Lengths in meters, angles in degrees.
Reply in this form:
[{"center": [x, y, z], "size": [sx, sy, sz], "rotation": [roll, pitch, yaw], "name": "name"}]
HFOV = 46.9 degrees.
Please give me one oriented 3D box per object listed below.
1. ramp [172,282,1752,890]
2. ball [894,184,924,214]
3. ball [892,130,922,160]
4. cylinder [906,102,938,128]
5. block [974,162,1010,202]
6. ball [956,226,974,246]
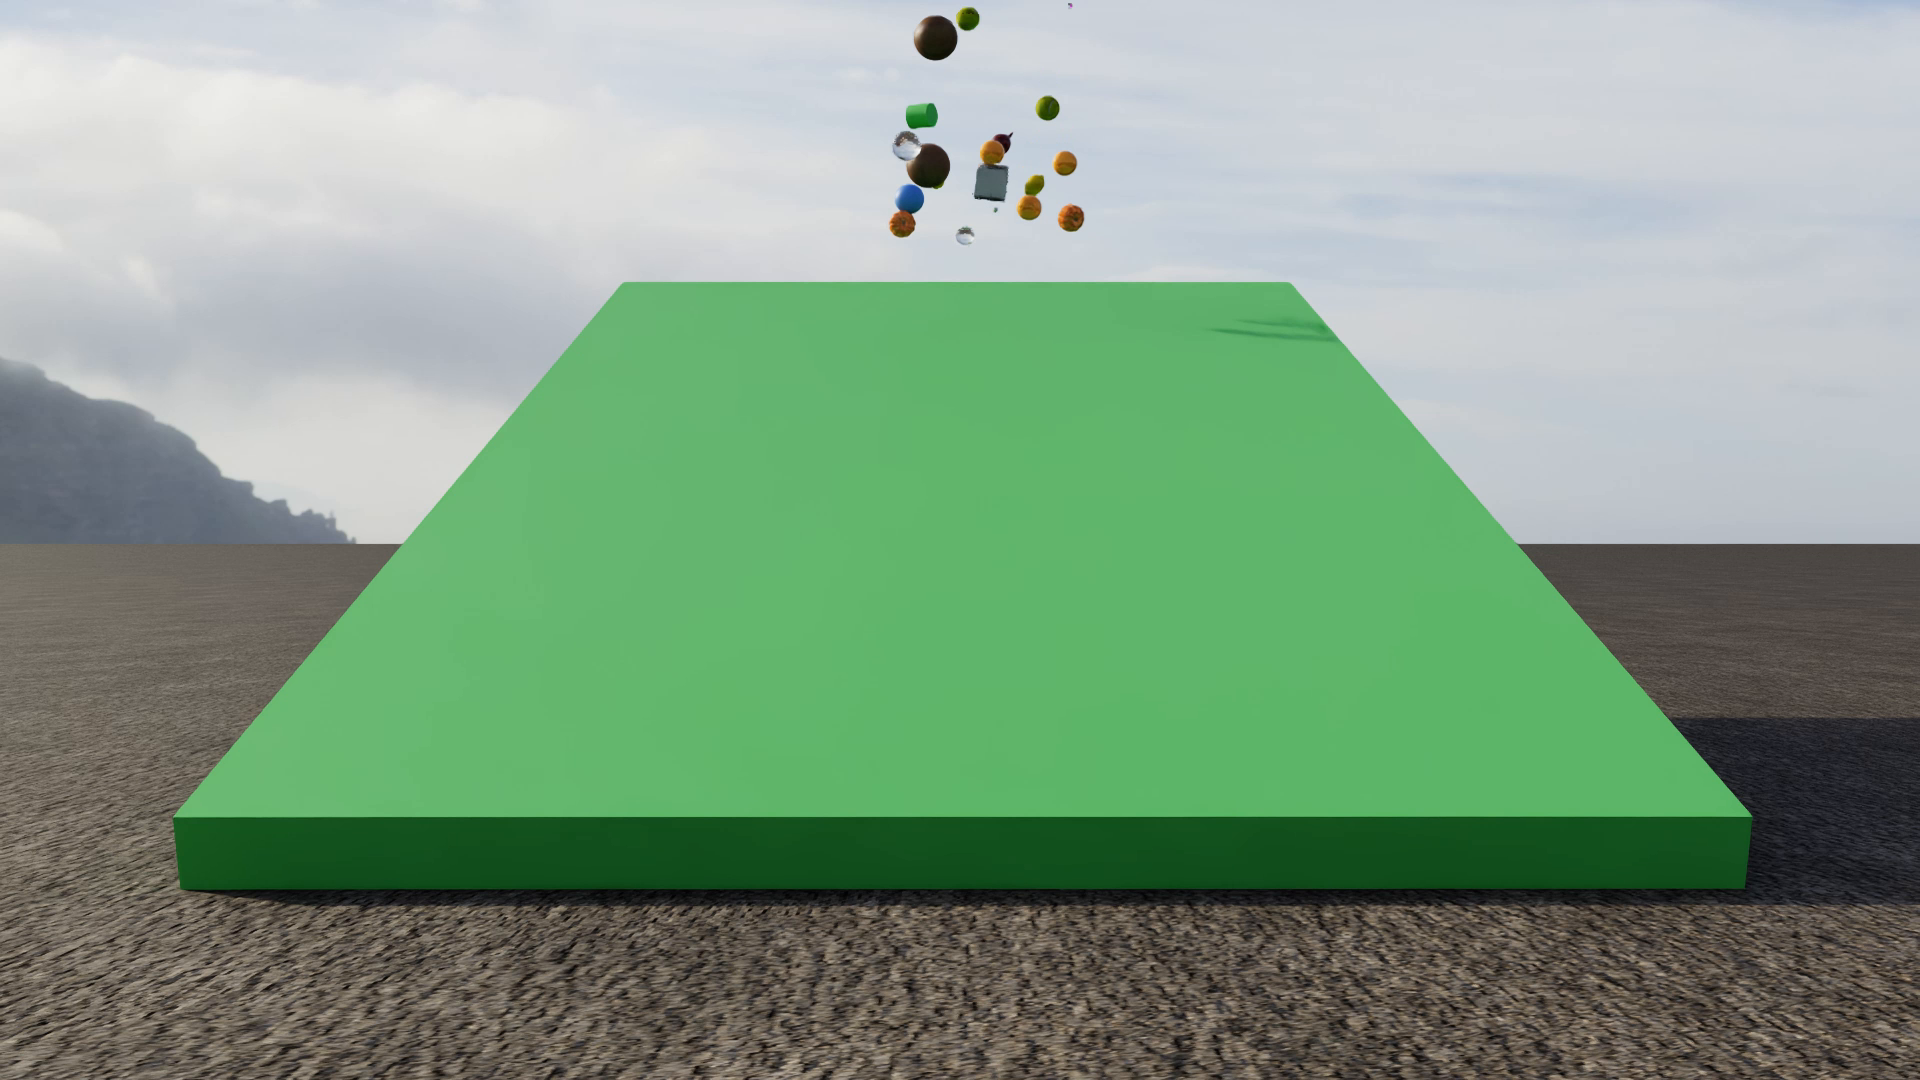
[{"center": [-0.002, -0.164, 4.733], "size": [2.000, 0.100, 4.000], "rotation": [0, 16, 0], "name": "ramp"}, {"center": [-0.145, -0.974, 6.319], "size": [0.085, 0.085, 0.085], "rotation": [0, 0, 0], "name": "ball"}, {"center": [-0.152, -1.115, 6.255], "size": [0.083, 0.083, 0.083], "rotation": [0, 0, 0], "name": "ball"}, {"center": [-0.108, -1.190, 6.205], "size": [0.066, 0.066, 0.066], "rotation": [0, 0, 29], "name": "cylinder"}, {"center": [0.088, -0.997, 6.170], "size": [0.087, 0.087, 0.087], "rotation": [7, 18, 0], "name": "block"}, {"center": [0.015, -0.878, 6.377], "size": [0.055, 0.055, 0.055], "rotation": [0, 0, 0], "name": "ball"}]
